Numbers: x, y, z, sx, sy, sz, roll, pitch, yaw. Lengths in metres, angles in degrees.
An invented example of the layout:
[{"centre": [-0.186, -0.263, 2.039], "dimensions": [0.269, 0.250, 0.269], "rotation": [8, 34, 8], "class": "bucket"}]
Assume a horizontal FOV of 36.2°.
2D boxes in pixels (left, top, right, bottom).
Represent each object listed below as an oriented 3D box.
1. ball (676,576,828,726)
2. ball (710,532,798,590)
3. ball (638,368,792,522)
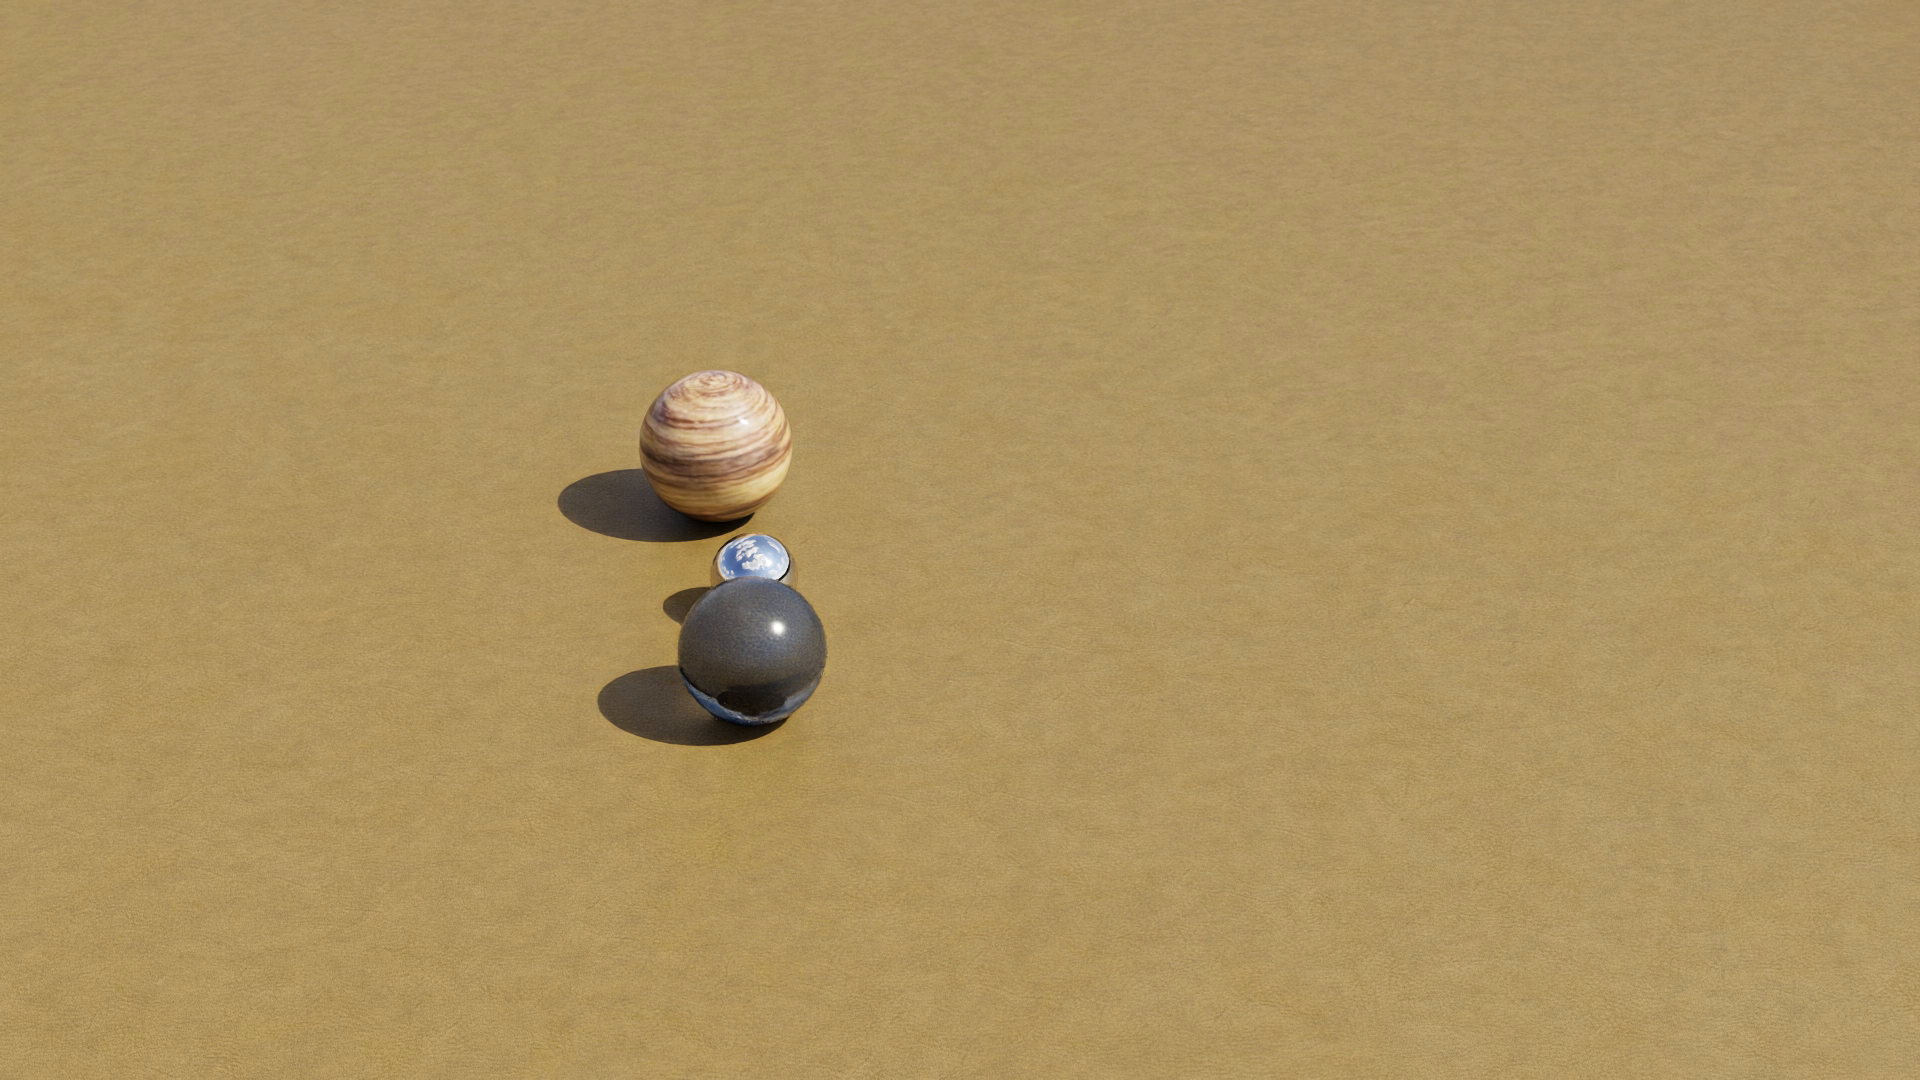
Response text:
[{"centre": [-0.112, 0.060, 1.582], "dimensions": [0.081, 0.081, 0.081], "rotation": [0, 29, 0], "class": "ball"}, {"centre": [-0.118, 0.021, 1.682], "dimensions": [0.051, 0.051, 0.051], "rotation": [0, 29, 0], "class": "ball"}, {"centre": [-0.148, -0.057, 1.777], "dimensions": [0.093, 0.093, 0.093], "rotation": [0, 29, 0], "class": "ball"}]
